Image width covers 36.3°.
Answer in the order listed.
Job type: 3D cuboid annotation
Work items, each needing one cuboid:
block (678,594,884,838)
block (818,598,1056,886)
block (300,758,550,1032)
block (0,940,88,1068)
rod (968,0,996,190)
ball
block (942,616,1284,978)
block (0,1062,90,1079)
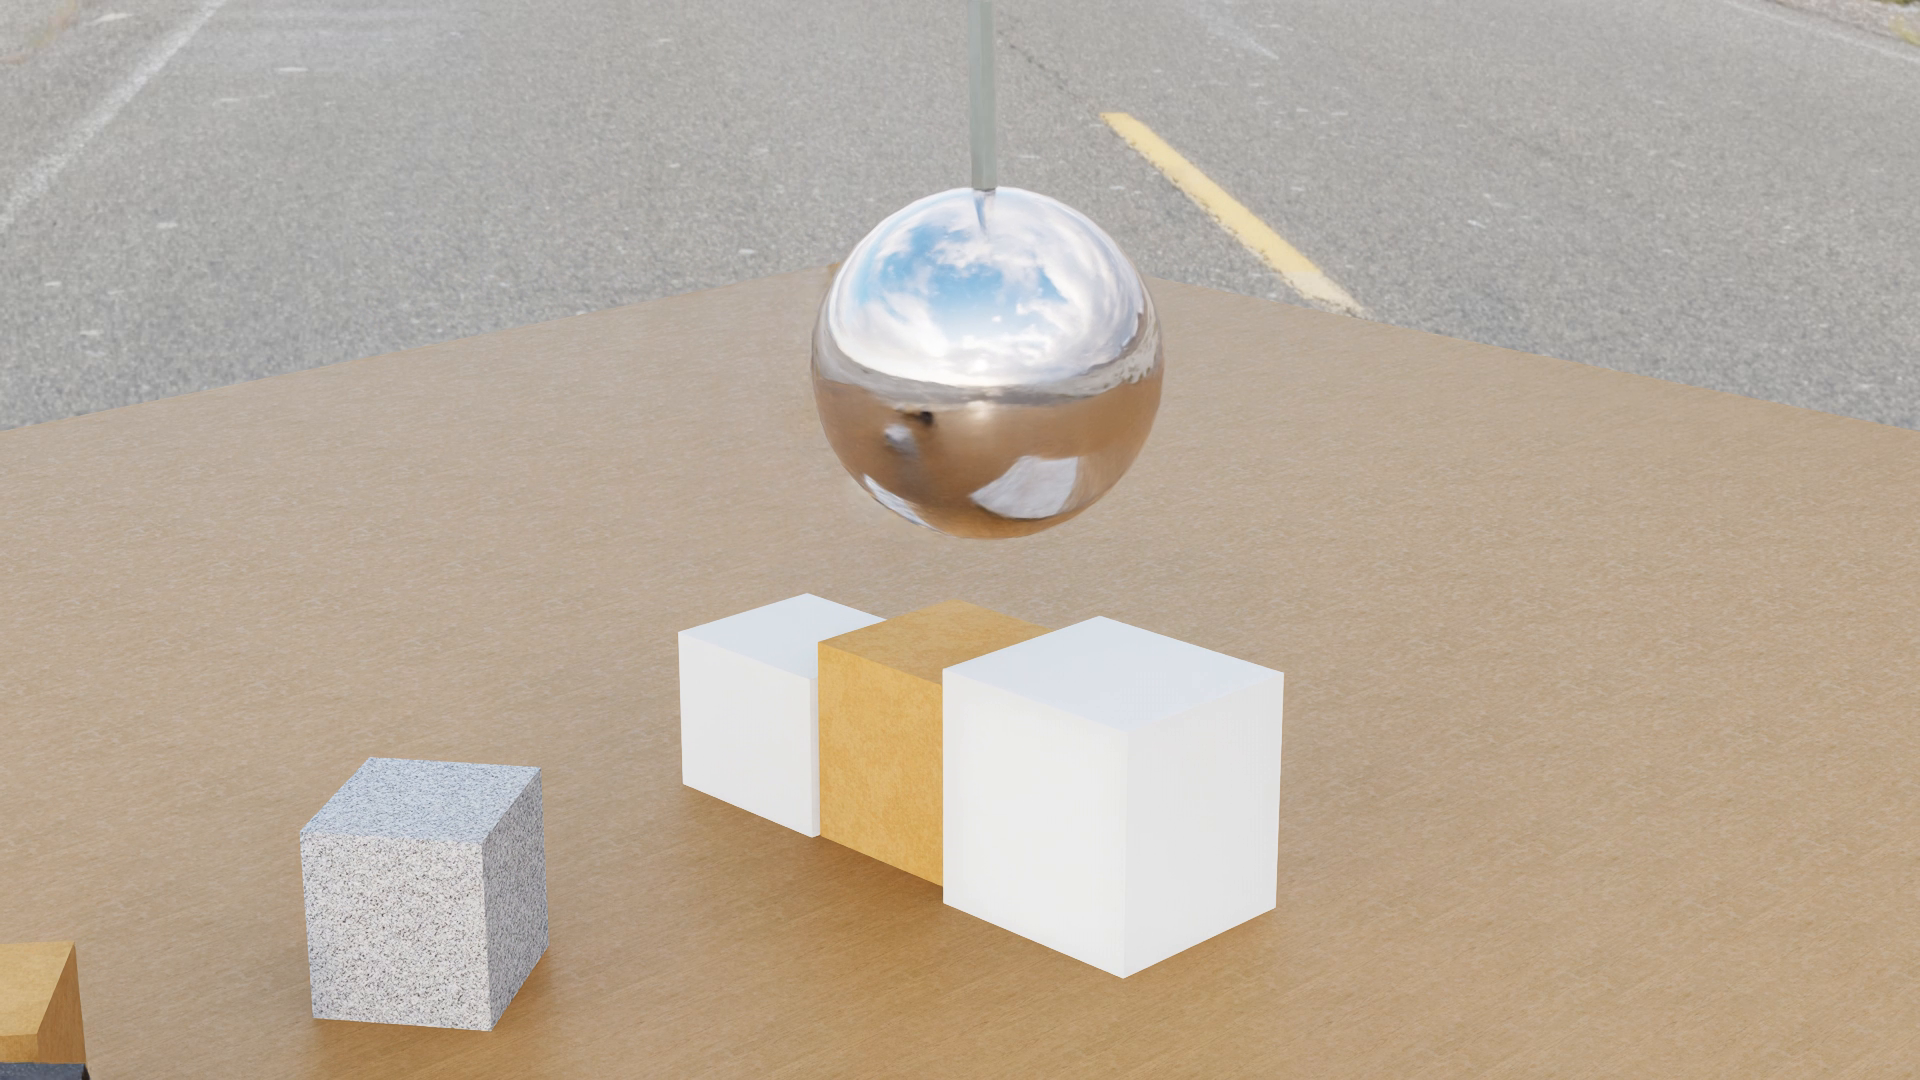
[{"bbox_3d":[-0.737,0.838,14.352,0.844,0.795,0.950,-17,24,-42],"label":"block"},{"bbox_3d":[-0.009,0.942,13.726,0.900,0.972,0.944,-17,24,-42],"label":"block"},{"bbox_3d":[-2.225,1.469,12.286,0.761,0.830,0.822,3,18,9],"label":"block"},{"bbox_3d":[-3.623,2.006,10.560,0.791,0.839,0.755,-2,18,-6],"label":"block"},{"bbox_3d":[0.053,-4.020,12.134,0.080,5.200,0.080,17,26,42],"label":"rod"},{"bbox_3d":[0.123,-0.799,13.220,1.600,1.600,1.600,0,17,0],"label":"ball"},{"bbox_3d":[0.669,1.104,12.971,1.017,1.115,1.085,-17,24,-42],"label":"block"},{"bbox_3d":[-3.219,2.216,9.755,0.622,0.691,0.665,0,45,1],"label":"block"}]
